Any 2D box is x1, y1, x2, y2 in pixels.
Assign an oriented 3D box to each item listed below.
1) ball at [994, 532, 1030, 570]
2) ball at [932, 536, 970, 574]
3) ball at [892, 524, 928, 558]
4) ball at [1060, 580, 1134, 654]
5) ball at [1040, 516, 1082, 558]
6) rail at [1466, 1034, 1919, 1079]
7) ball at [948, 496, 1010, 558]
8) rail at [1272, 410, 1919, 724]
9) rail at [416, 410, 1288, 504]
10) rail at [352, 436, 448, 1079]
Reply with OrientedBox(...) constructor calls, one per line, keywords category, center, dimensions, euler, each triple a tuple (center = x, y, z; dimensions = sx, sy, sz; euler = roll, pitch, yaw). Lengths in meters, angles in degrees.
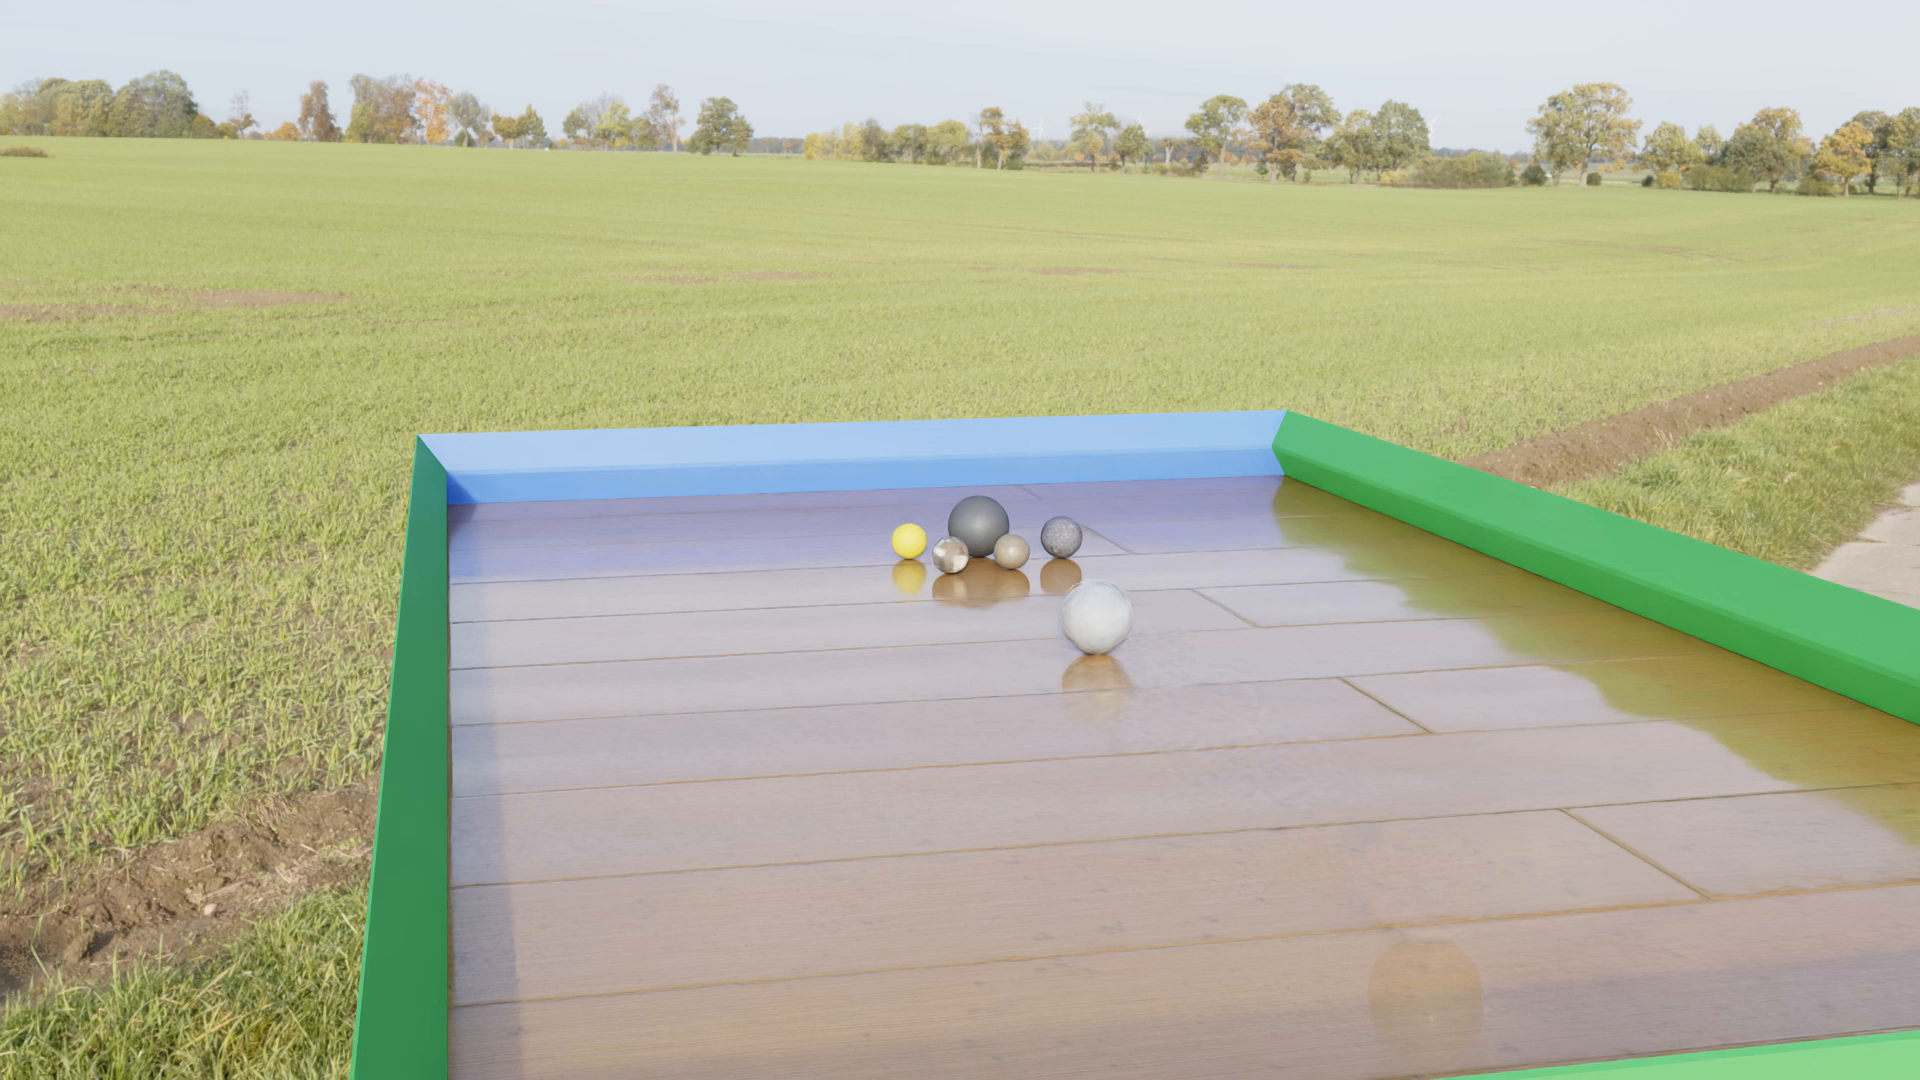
OrientedBox(category="ball", center=(0.071, 0.016, 3.026), dimensions=(0.051, 0.051, 0.051), euler=(0, 10, 0))
OrientedBox(category="ball", center=(-0.013, 0.020, 2.997), dimensions=(0.051, 0.051, 0.051), euler=(0, 10, 0))
OrientedBox(category="ball", center=(-0.072, 0.001, 3.104), dimensions=(0.051, 0.051, 0.051), euler=(0, 10, 0))
OrientedBox(category="ball", center=(0.157, 0.089, 2.522), dimensions=(0.084, 0.084, 0.084), euler=(0, 10, 0))
OrientedBox(category="ball", center=(0.144, -0.004, 3.110), dimensions=(0.060, 0.060, 0.060), euler=(0, 10, 0))
OrientedBox(category="rail", center=(0.444, 0.315, 1.179), dimensions=(1.493, 0.114, 0.045), euler=(-2, 10, -13))
OrientedBox(category="ball", center=(0.026, -0.020, 3.116), dimensions=(0.088, 0.088, 0.088), euler=(0, 10, 0))
OrientedBox(category="rail", center=(0.854, 0.059, 2.599), dimensions=(0.045, 0.114, 2.675), euler=(-2, 10, -13))
OrientedBox(category="rail", center=(-0.144, -0.139, 3.699), dimensions=(1.493, 0.114, 0.045), euler=(-2, 10, -13))
OrientedBox(category="rail", center=(-0.555, 0.117, 2.280), dimensions=(0.045, 0.114, 2.675), euler=(-2, 10, -13))
